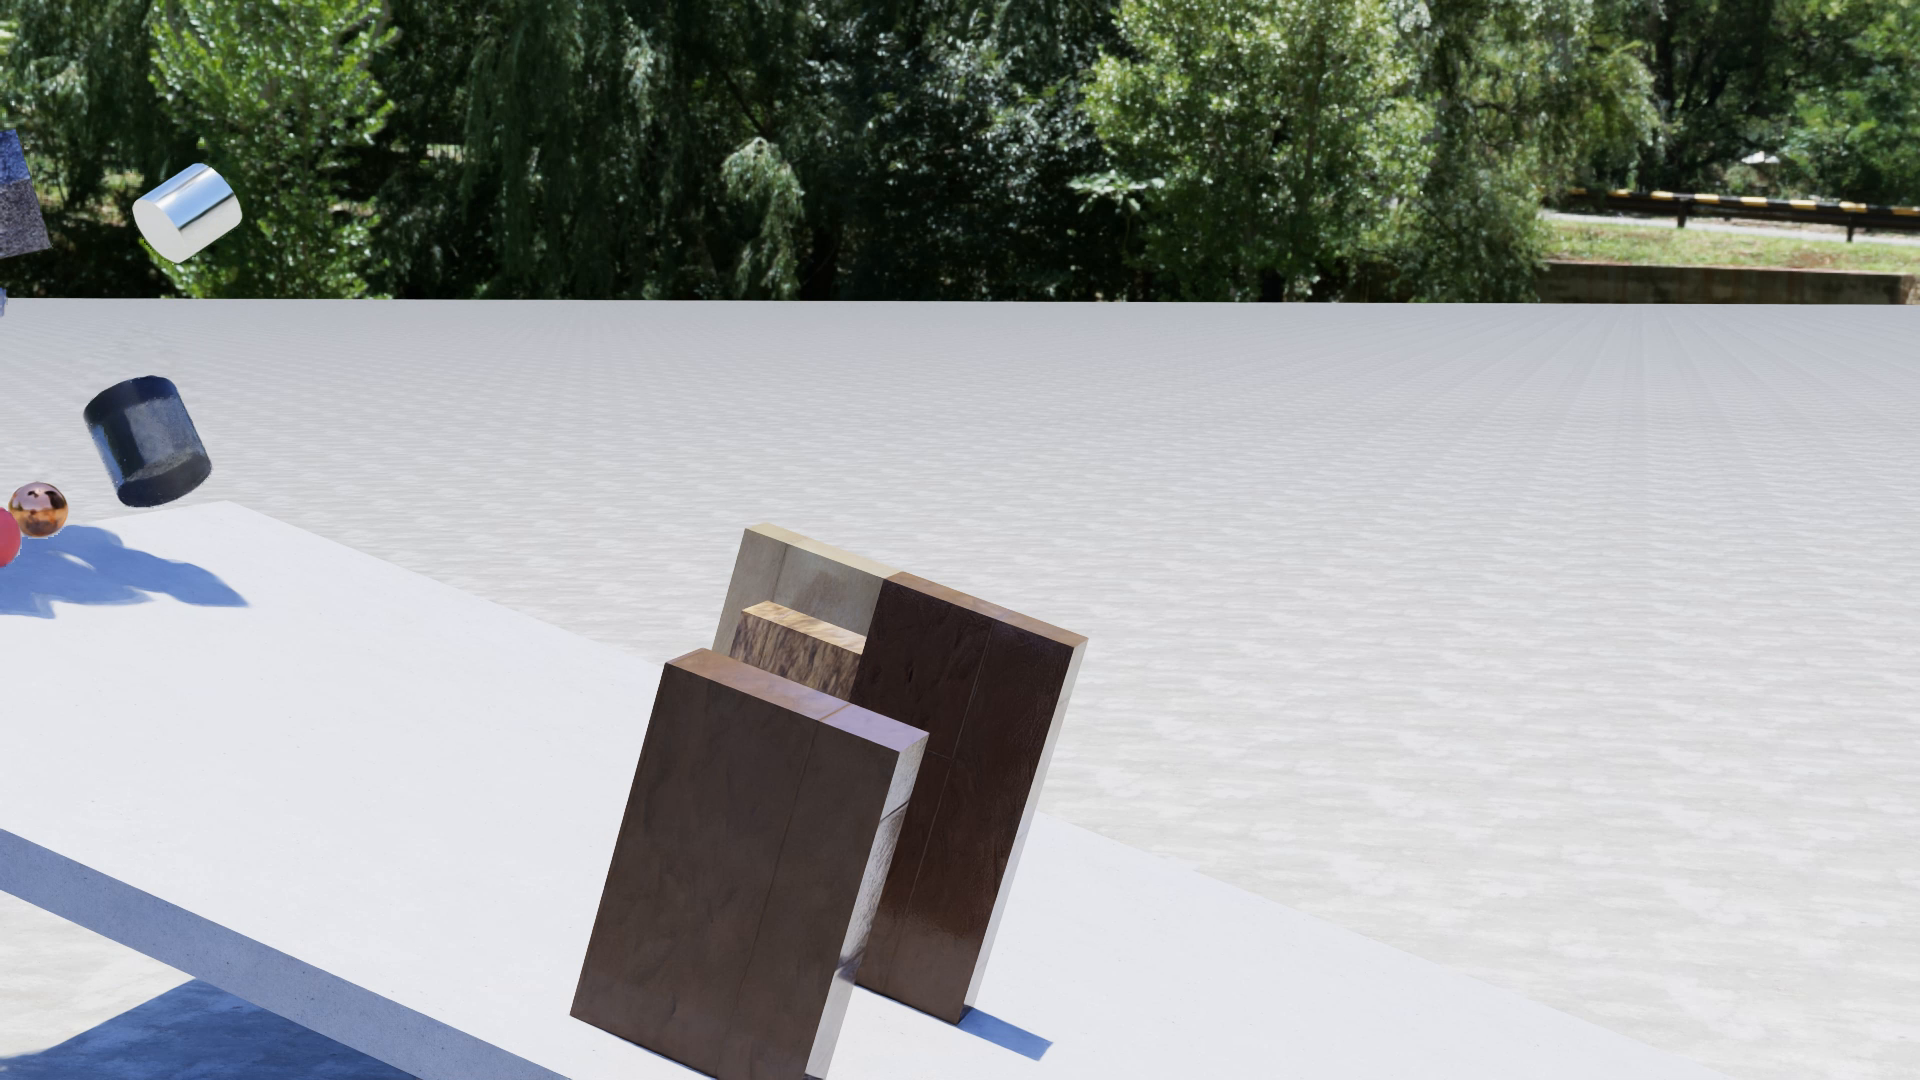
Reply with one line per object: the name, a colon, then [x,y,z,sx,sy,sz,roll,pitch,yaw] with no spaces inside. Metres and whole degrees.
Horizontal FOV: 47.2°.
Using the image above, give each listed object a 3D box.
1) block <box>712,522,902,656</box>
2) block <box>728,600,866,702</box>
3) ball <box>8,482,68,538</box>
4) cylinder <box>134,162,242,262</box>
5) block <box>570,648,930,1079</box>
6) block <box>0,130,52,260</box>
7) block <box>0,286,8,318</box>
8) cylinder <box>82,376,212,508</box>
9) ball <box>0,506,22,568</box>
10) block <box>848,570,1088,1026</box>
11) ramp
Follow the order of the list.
block: [-0.341,0.268,4.805,0.385,0.508,0.122,19,12,14]
block: [-0.264,0.418,4.324,0.449,0.461,0.133,19,12,14]
ball: [-2.041,-0.067,4.869,0.123,0.123,0.123,0,7,0]
cylinder: [-1.706,-0.723,4.858,0.160,0.160,0.160,6,40,41]
block: [-0.330,0.520,3.408,0.392,0.597,0.141,19,12,14]
block: [-1.953,-0.687,4.421,0.174,0.174,0.174,-17,50,-19]
block: [-2.148,-0.502,4.674,0.154,0.154,0.154,45,4,-31]
cylinder: [-1.807,-0.218,4.892,0.210,0.210,0.210,-27,-17,-9]
ball: [-2.009,-0.005,4.523,0.144,0.144,0.144,0,7,0]
block: [-0.053,0.450,3.848,0.353,0.708,0.103,19,12,14]
ramp: [-0.367,0.705,4.233,4.000,0.100,2.000,19,12,14]
